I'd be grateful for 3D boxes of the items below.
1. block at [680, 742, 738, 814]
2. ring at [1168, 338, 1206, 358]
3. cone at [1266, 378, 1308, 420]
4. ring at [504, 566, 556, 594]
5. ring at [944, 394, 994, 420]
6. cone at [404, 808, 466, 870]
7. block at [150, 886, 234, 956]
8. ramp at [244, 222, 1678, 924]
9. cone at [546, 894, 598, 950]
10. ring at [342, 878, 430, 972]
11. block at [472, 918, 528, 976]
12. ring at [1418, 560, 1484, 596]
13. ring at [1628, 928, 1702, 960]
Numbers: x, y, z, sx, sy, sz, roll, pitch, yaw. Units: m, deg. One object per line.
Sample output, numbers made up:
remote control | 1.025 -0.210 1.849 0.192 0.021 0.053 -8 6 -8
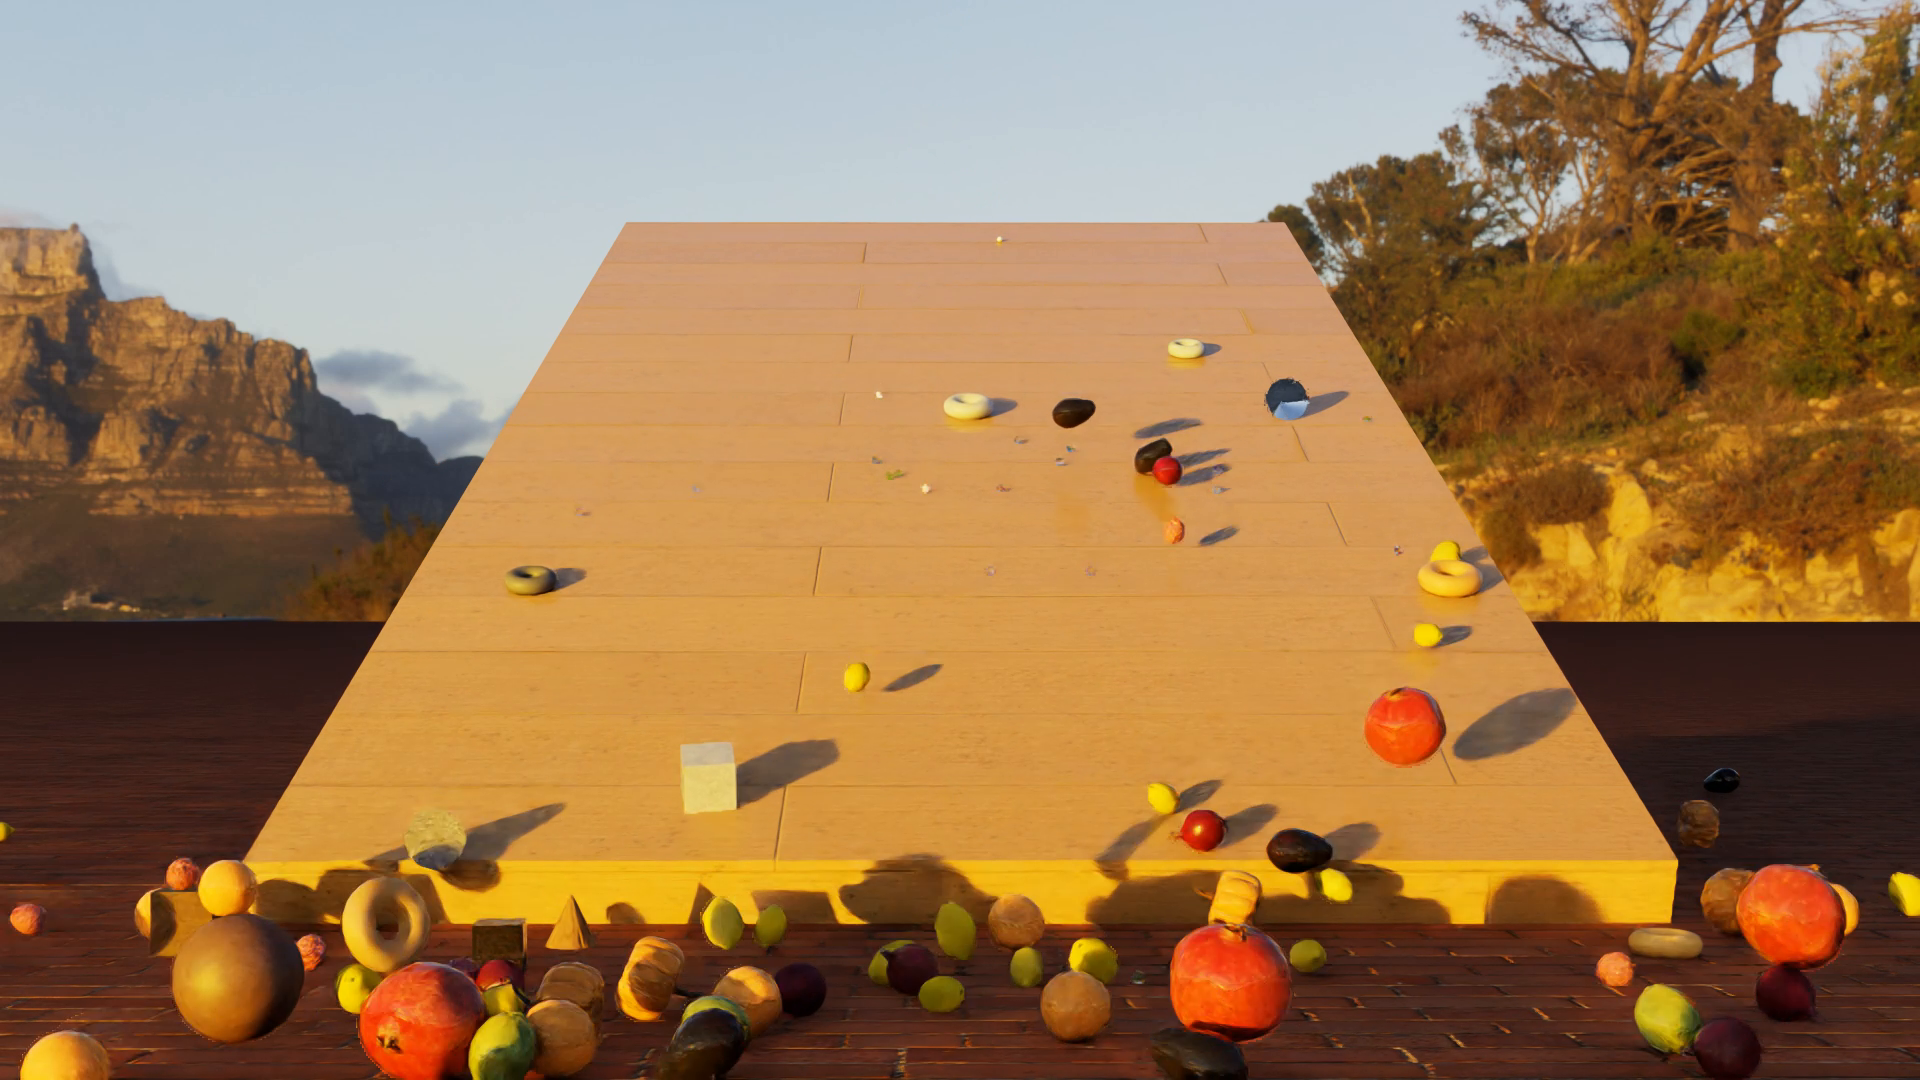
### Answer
block | -0.368 0.347 3.330 0.075 0.075 0.075 -3 21 -9
ring | 0.553 -0.468 5.555 0.094 0.031 0.094 0 22 0
cone | 0.721 -0.308 5.116 0.095 0.095 0.095 0 -6 -10
ring | -0.777 0.072 4.118 0.094 0.031 0.094 1 21 -1
ring | 0.020 -0.299 5.098 0.111 0.037 0.111 -1 22 0
cone | -0.731 0.418 3.193 0.083 0.083 0.083 0 -6 -7
block | -0.993 0.492 2.946 0.080 0.080 0.080 0 -2 1
ramp | -0.005 -0.212 5.061 2.000 0.100 4.000 0 21 0
cone | -0.511 0.499 2.995 0.068 0.068 0.068 0 -2 0
ring | -0.557 0.374 2.214 0.031 0.094 0.094 -23 -16 38
block | -0.562 0.496 2.781 0.060 0.060 0.060 0 -2 -6
ring | 0.888 0.069 4.122 0.117 0.039 0.117 -1 22 0
ring | 0.901 0.515 2.907 0.092 0.031 0.092 1 -1 0
